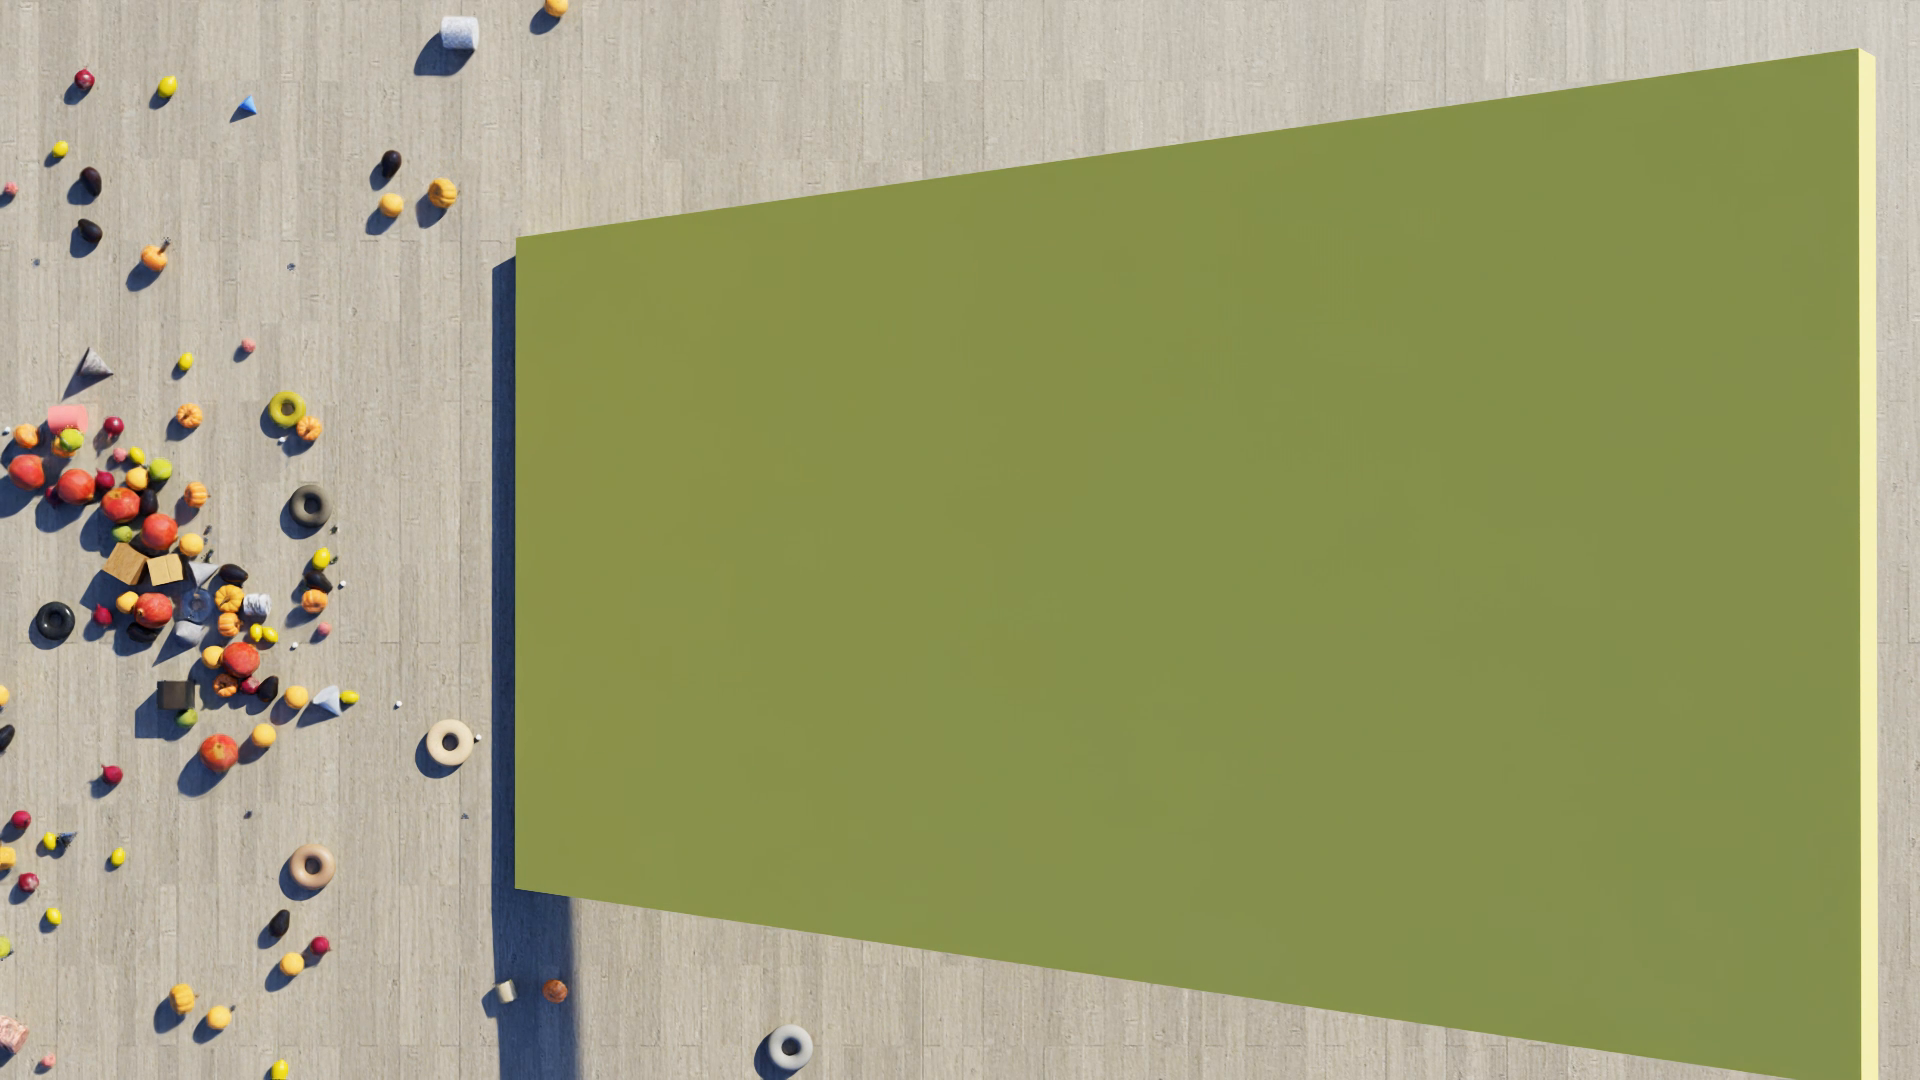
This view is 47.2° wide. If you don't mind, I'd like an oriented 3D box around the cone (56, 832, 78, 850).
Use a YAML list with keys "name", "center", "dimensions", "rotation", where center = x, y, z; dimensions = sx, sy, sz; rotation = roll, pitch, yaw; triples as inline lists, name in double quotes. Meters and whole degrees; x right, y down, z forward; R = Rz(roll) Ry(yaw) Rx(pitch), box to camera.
- name: "cone"
  center: [-2.758, 0.920, 6.816]
  dimensions: [0.055, 0.055, 0.055]
  rotation: [-37, 90, -34]

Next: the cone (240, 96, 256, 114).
- name: "cone"
  center: [-2.202, -1.344, 6.831]
  dimensions: [0.054, 0.054, 0.054]
  rotation: [-40, 116, 0]

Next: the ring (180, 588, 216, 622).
- name: "ring"
  center: [-2.363, 0.200, 6.815]
  dimensions: [0.108, 0.036, 0.108]
  rotation: [0, 90, -1]

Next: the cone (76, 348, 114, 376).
- name: "cone"
  center: [-2.668, -0.534, 6.815]
  dimensions: [0.099, 0.099, 0.099]
  rotation: [25, 90, -26]

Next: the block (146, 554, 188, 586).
- name: "block"
  center: [-2.447, 0.092, 6.792]
  dimensions: [0.082, 0.082, 0.082]
  rotation: [-13, 90, 0]

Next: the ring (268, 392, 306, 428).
- name: "ring"
  center: [-2.086, -0.404, 6.817]
  dimensions: [0.117, 0.039, 0.117]
  rotation: [0, 88, -1]

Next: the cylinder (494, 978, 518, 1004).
- name: "cylinder"
  center: [-1.401, 1.395, 6.796]
  dimensions: [0.059, 0.059, 0.059]
  rotation: [-22, 90, 0]

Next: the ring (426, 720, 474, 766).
- name: "ring"
  center: [-1.580, 0.628, 6.806]
  dimensions: [0.149, 0.050, 0.149]
  rotation: [0, 89, 1]

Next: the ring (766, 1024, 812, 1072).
- name: "ring"
  center: [-0.528, 1.571, 6.800]
  dimensions: [0.146, 0.049, 0.146]
  rotation: [0, 88, 0]

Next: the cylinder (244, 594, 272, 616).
- name: "cylinder"
  center: [-2.172, 0.200, 6.801]
  dimensions: [0.065, 0.065, 0.065]
  rotation: [0, 90, 0]

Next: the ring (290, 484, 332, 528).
- name: "ring"
  center: [-2.012, -0.104, 6.813]
  dimensions: [0.135, 0.045, 0.135]
  rotation: [0, 89, 1]

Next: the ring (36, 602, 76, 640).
- name: "ring"
  center: [-2.802, 0.250, 6.813]
  dimensions: [0.122, 0.041, 0.122]
  rotation: [0, 90, 1]

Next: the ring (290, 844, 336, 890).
- name: "ring"
  center: [-2.005, 1.011, 6.804]
  dimensions: [0.144, 0.048, 0.144]
  rotation: [0, 89, 1]

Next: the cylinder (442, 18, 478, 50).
- name: "cylinder"
  center: [-1.545, -1.566, 6.797]
  dimensions: [0.094, 0.094, 0.094]
  rotation: [2, 90, 0]

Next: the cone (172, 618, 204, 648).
- name: "cone"
  center: [-2.400, 0.289, 6.783]
  dimensions: [0.098, 0.098, 0.098]
  rotation: [0, 90, 0]

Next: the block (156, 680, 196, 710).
- name: "block"
  center: [-2.420, 0.477, 6.788]
  dimensions: [0.087, 0.087, 0.087]
  rotation: [0, 90, 0]

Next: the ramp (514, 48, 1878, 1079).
- name: "ramp"
  center: [0.213, 0.062, 5.528]
  dimensions: [4.000, 0.100, 2.000]
  rotation: [0, 90, 39]

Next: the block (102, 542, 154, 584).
- name: "block"
  center: [-2.564, 0.073, 6.786]
  dimensions: [0.096, 0.096, 0.096]
  rotation: [30, 90, 0]

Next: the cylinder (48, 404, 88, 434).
- name: "cylinder"
  center: [-2.755, -0.372, 6.792]
  dimensions: [0.089, 0.089, 0.089]
  rotation: [-2, 90, 0]
